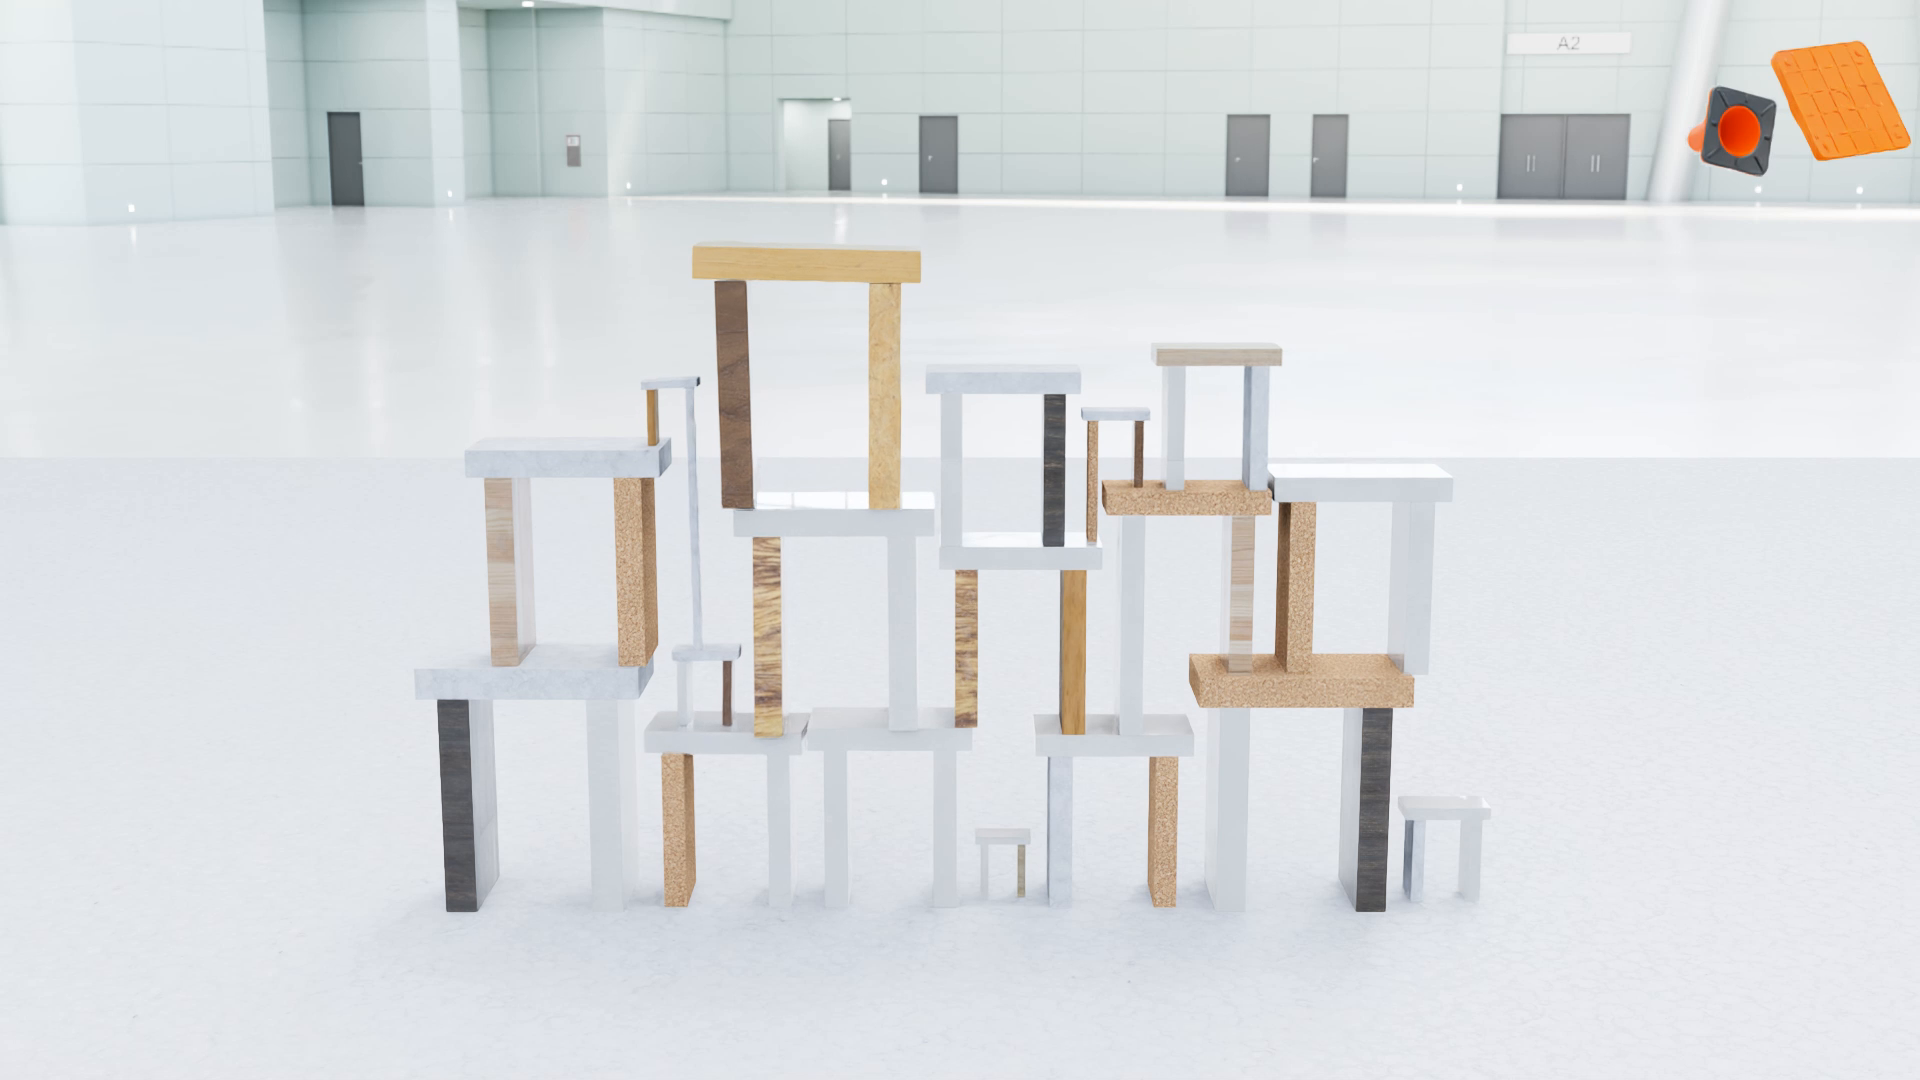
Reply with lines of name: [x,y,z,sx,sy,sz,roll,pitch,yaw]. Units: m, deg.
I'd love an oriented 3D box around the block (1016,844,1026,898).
block: [0.102,0.544,3.665,0.013,0.092,0.046,0,11,0]

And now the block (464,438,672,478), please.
block: [-0.627,-0.134,3.537,0.306,0.043,0.153,0,11,0]

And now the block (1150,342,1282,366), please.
block: [0.407,-0.296,3.500,0.198,0.028,0.099,0,11,0]

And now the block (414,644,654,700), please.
block: [-0.692,0.214,3.599,0.357,0.051,0.179,0,11,0]

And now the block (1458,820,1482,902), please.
block: [0.848,0.522,3.655,0.020,0.139,0.070,0,11,0]

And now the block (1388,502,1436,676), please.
block: [0.733,0.066,3.577,0.040,0.282,0.141,0,11,0]

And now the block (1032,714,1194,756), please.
block: [0.250,0.320,3.616,0.256,0.036,0.128,0,11,0]

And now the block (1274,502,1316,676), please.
block: [0.545,0.066,3.577,0.040,0.282,0.141,0,11,0]

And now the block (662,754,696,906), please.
block: [-0.466,0.463,3.645,0.036,0.257,0.129,0,11,0]

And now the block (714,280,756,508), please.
block: [-0.355,-0.237,3.493,0.050,0.353,0.176,-2,9,-4]

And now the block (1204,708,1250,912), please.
block: [0.441,0.422,3.635,0.049,0.343,0.171,0,11,0]

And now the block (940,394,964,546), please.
block: [-0.013,-0.120,3.534,0.035,0.244,0.122,0,11,0]

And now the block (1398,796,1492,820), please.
block: [0.801,0.443,3.640,0.140,0.020,0.070,0,11,0]

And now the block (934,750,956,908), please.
block: [-0.024,0.459,3.642,0.038,0.266,0.133,0,11,0]

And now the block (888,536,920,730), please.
block: [-0.091,0.136,3.581,0.045,0.317,0.158,0,11,0]

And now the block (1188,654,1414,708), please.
block: [0.555,0.229,3.600,0.343,0.049,0.171,0,11,0]

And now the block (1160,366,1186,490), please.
block: [0.341,-0.184,3.521,0.028,0.198,0.099,0,11,0]

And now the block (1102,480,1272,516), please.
block: [0.363,-0.069,3.542,0.261,0.037,0.131,0,11,0]

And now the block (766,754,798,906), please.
block: [-0.295,0.463,3.645,0.036,0.257,0.129,0,11,0]

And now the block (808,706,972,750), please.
block: [-0.113,0.310,3.615,0.266,0.038,0.133,0,11,0]

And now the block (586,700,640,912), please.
block: [-0.573,0.414,3.636,0.051,0.357,0.179,0,11,0]

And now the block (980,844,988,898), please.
block: [0.041,0.544,3.665,0.013,0.092,0.046,0,11,0]

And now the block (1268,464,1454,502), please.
block: [0.639,-0.092,3.547,0.282,0.040,0.141,0,11,0]

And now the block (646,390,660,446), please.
block: [-0.491,-0.198,3.519,0.013,0.090,0.045,0,11,0]

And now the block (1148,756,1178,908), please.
block: [0.336,0.464,3.643,0.036,0.256,0.128,0,11,0]

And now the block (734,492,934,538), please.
block: [-0.200,-0.042,3.545,0.317,0.045,0.158,0,11,-1]

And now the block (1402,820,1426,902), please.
block: [0.755,0.522,3.655,0.020,0.140,0.070,0,11,0]

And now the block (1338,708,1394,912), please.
block: [0.669,0.422,3.635,0.049,0.343,0.171,0,11,0]

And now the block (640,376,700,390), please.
block: [-0.462,-0.251,3.509,0.090,0.013,0.045,-3,11,1]

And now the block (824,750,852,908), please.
block: [-0.202,0.459,3.643,0.038,0.266,0.133,0,11,0]

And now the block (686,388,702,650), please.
block: [-0.429,-0.034,3.553,0.013,0.429,0.045,-1,12,-4]

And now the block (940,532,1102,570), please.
block: [0.097,0.017,3.562,0.260,0.037,0.130,0,11,0]

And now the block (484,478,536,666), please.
block: [-0.729,0.038,3.569,0.043,0.306,0.153,0,11,0]

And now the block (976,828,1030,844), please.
block: [0.071,0.493,3.655,0.092,0.013,0.046,0,11,0]

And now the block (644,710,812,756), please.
block: [-0.381,0.318,3.625,0.257,0.036,0.129,1,11,3]

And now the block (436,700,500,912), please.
block: [-0.811,0.414,3.636,0.051,0.357,0.179,0,11,0]

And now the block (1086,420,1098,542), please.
block: [0.213,-0.098,3.545,0.015,0.196,0.054,0,11,0]

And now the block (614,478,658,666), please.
block: [-0.525,0.038,3.569,0.043,0.306,0.153,0,11,0]

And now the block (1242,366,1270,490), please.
block: [0.473,-0.185,3.521,0.028,0.198,0.099,0,11,0]

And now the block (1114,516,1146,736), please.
block: [0.275,0.126,3.578,0.037,0.360,0.131,0,11,0]

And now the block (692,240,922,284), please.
block: [-0.237,-0.439,3.473,0.353,0.050,0.176,1,10,-1]

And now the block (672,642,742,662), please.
block: [-0.415,0.183,3.602,0.109,0.015,0.054,-1,12,-1]

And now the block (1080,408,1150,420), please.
block: [0.249,-0.202,3.525,0.108,0.015,0.054,0,11,0]

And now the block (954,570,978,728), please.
block: [0.010,0.163,3.589,0.037,0.260,0.130,0,11,0]

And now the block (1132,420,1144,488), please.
block: [0.286,-0.142,3.536,0.015,0.108,0.054,0,11,0]

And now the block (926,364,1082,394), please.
block: [0.068,-0.257,3.508,0.244,0.035,0.122,0,11,0]

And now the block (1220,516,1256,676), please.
block: [0.450,0.078,3.569,0.037,0.261,0.130,0,11,0]

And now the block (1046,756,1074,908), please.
block: [0.165,0.464,3.643,0.036,0.257,0.128,0,10,0]

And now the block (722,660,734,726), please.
block: [-0.380,0.245,3.611,0.015,0.109,0.054,1,9,-1]

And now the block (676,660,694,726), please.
block: [-0.452,0.245,3.614,0.015,0.109,0.054,1,11,3]

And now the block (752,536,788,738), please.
block: [-0.308,0.141,3.578,0.045,0.327,0.158,0,11,-1]

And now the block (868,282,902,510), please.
block: [-0.120,-0.238,3.511,0.050,0.353,0.176,0,11,-2]

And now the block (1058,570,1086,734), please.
block: [0.184,0.169,3.589,0.037,0.271,0.130,0,11,0]

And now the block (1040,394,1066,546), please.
block: [0.150,-0.120,3.533,0.035,0.244,0.122,0,11,0]
